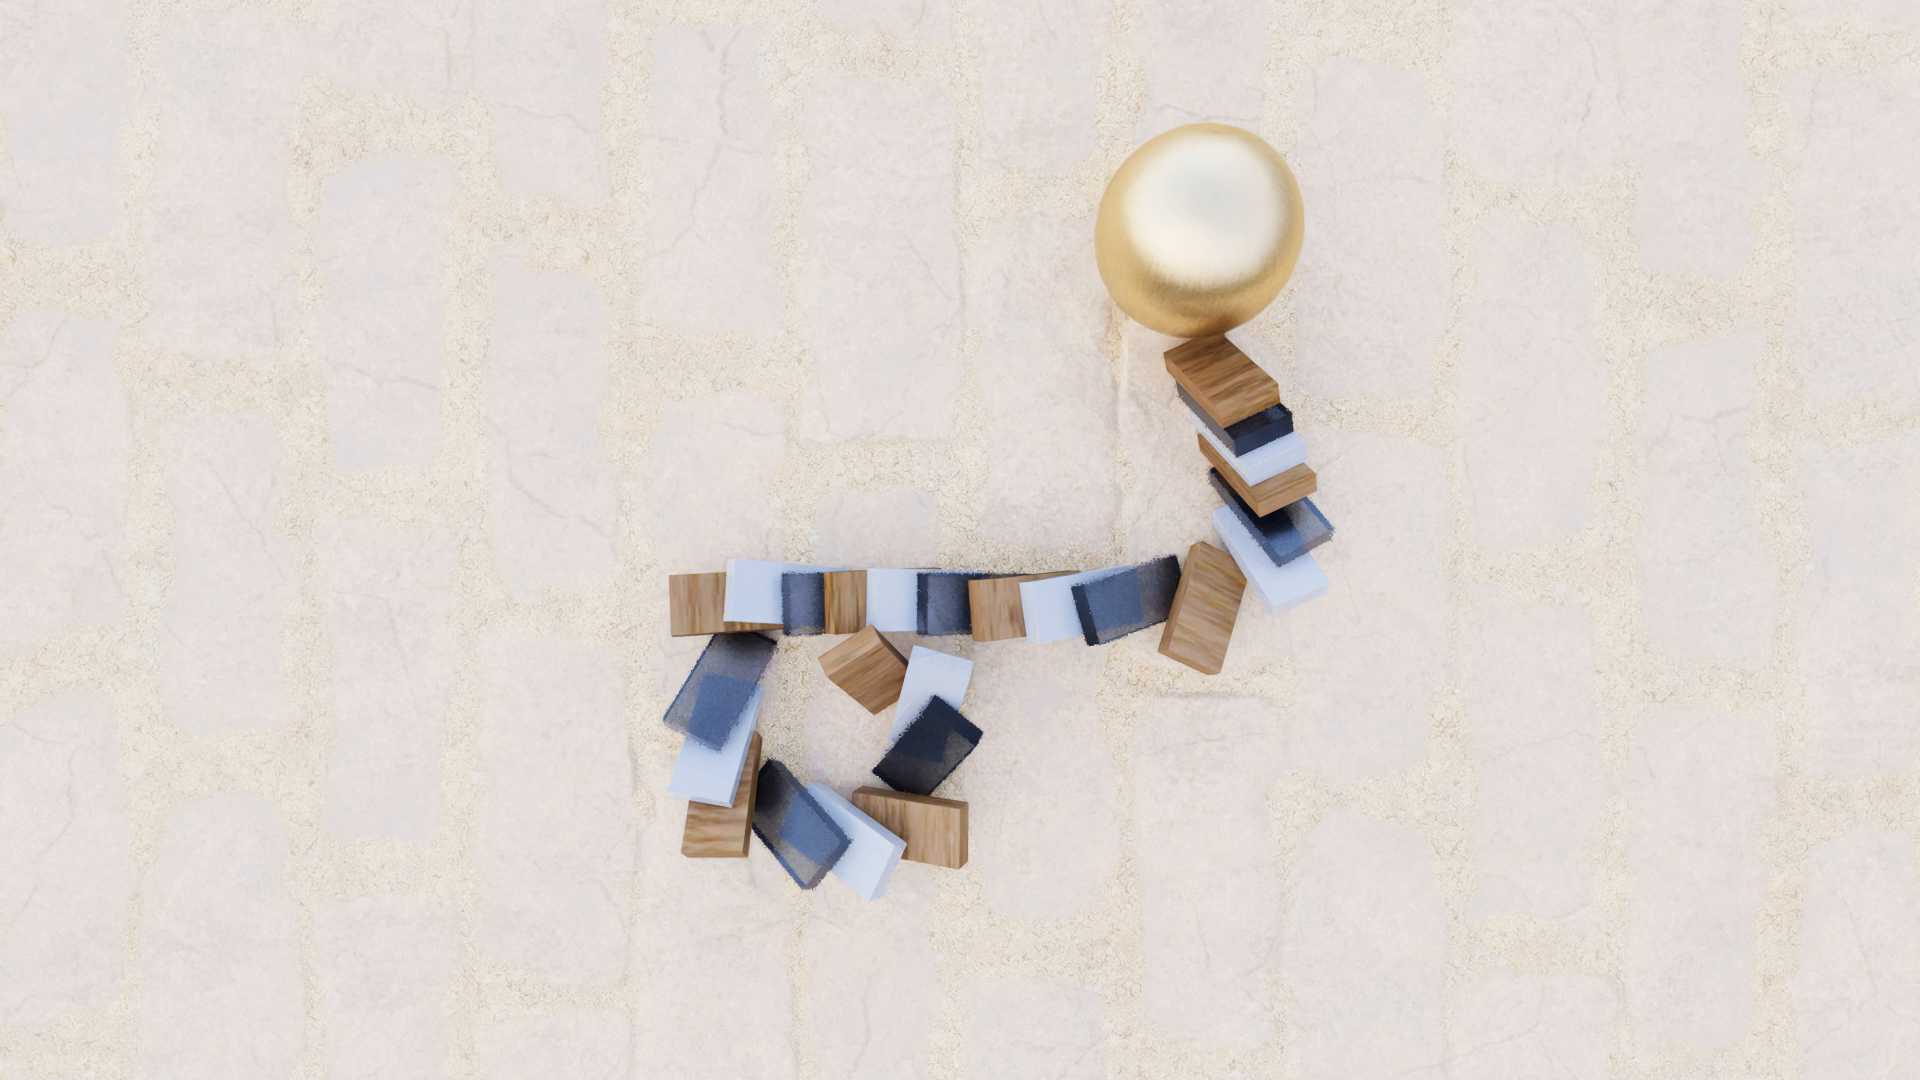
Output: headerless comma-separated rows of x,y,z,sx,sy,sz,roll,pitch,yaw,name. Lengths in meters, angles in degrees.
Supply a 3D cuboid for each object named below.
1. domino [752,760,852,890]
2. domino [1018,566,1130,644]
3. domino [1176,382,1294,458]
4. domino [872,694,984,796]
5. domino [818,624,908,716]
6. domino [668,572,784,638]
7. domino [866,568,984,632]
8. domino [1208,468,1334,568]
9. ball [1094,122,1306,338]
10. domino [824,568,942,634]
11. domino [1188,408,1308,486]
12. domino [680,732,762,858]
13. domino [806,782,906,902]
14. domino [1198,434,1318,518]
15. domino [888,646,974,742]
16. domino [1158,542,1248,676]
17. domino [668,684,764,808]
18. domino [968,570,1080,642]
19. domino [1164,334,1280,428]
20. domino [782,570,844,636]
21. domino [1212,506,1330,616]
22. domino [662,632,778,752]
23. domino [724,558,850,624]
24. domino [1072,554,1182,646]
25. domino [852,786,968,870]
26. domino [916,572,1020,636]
-0.071,0.118,0.384,0.050,0.010,0.025,38,90,29,domino
0.050,0.027,0.384,0.050,0.010,0.025,-8,90,-28,domino
0.112,-0.056,0.378,0.025,0.050,0.010,-25,131,0,domino
-0.014,0.089,0.382,0.025,0.009,0.050,37,126,0,domino
-0.036,0.054,0.376,0.025,0.050,0.010,-32,57,0,domino
-0.096,0.026,0.387,0.050,0.009,0.025,-3,80,-15,domino
-0.014,0.025,0.382,0.050,0.010,0.025,2,88,-31,domino
0.129,-0.015,0.382,0.025,0.010,0.050,-28,59,-3,domino
0.093,-0.120,0.360,0.080,0.080,0.080,0,90,0,ball
-0.031,0.025,0.382,0.050,0.009,0.025,-1,90,-31,domino
0.118,-0.045,0.378,0.025,0.050,0.010,-25,131,0,domino
-0.099,0.106,0.383,0.025,0.010,0.050,-1,59,3,domino
-0.048,0.125,0.383,0.050,0.010,0.025,25,91,30,domino
0.122,-0.032,0.378,0.025,0.050,0.010,-25,131,0,domino
-0.013,0.067,0.381,0.025,0.010,0.050,16,128,0,domino
0.103,0.029,0.386,0.025,0.010,0.050,25,72,-10,domino
-0.101,0.084,0.383,0.025,0.009,0.050,10,60,1,domino
0.028,0.027,0.384,0.050,0.009,0.025,-4,90,-29,domino
0.107,-0.067,0.378,0.025,0.050,0.010,-25,131,0,domino
-0.049,0.026,0.383,0.050,0.010,0.025,-1,90,-31,domino
0.129,0.005,0.382,0.025,0.010,0.050,-22,58,-3,domino
-0.100,0.060,0.384,0.025,0.010,0.050,26,61,0,domino
-0.072,0.023,0.382,0.050,0.009,0.025,7,81,-31,domino
0.072,0.025,0.384,0.050,0.010,0.025,-16,90,-28,domino
-0.021,0.120,0.385,0.050,0.009,0.025,2,93,23,domino
0.006,0.026,0.383,0.050,0.009,0.025,1,89,-31,domino
